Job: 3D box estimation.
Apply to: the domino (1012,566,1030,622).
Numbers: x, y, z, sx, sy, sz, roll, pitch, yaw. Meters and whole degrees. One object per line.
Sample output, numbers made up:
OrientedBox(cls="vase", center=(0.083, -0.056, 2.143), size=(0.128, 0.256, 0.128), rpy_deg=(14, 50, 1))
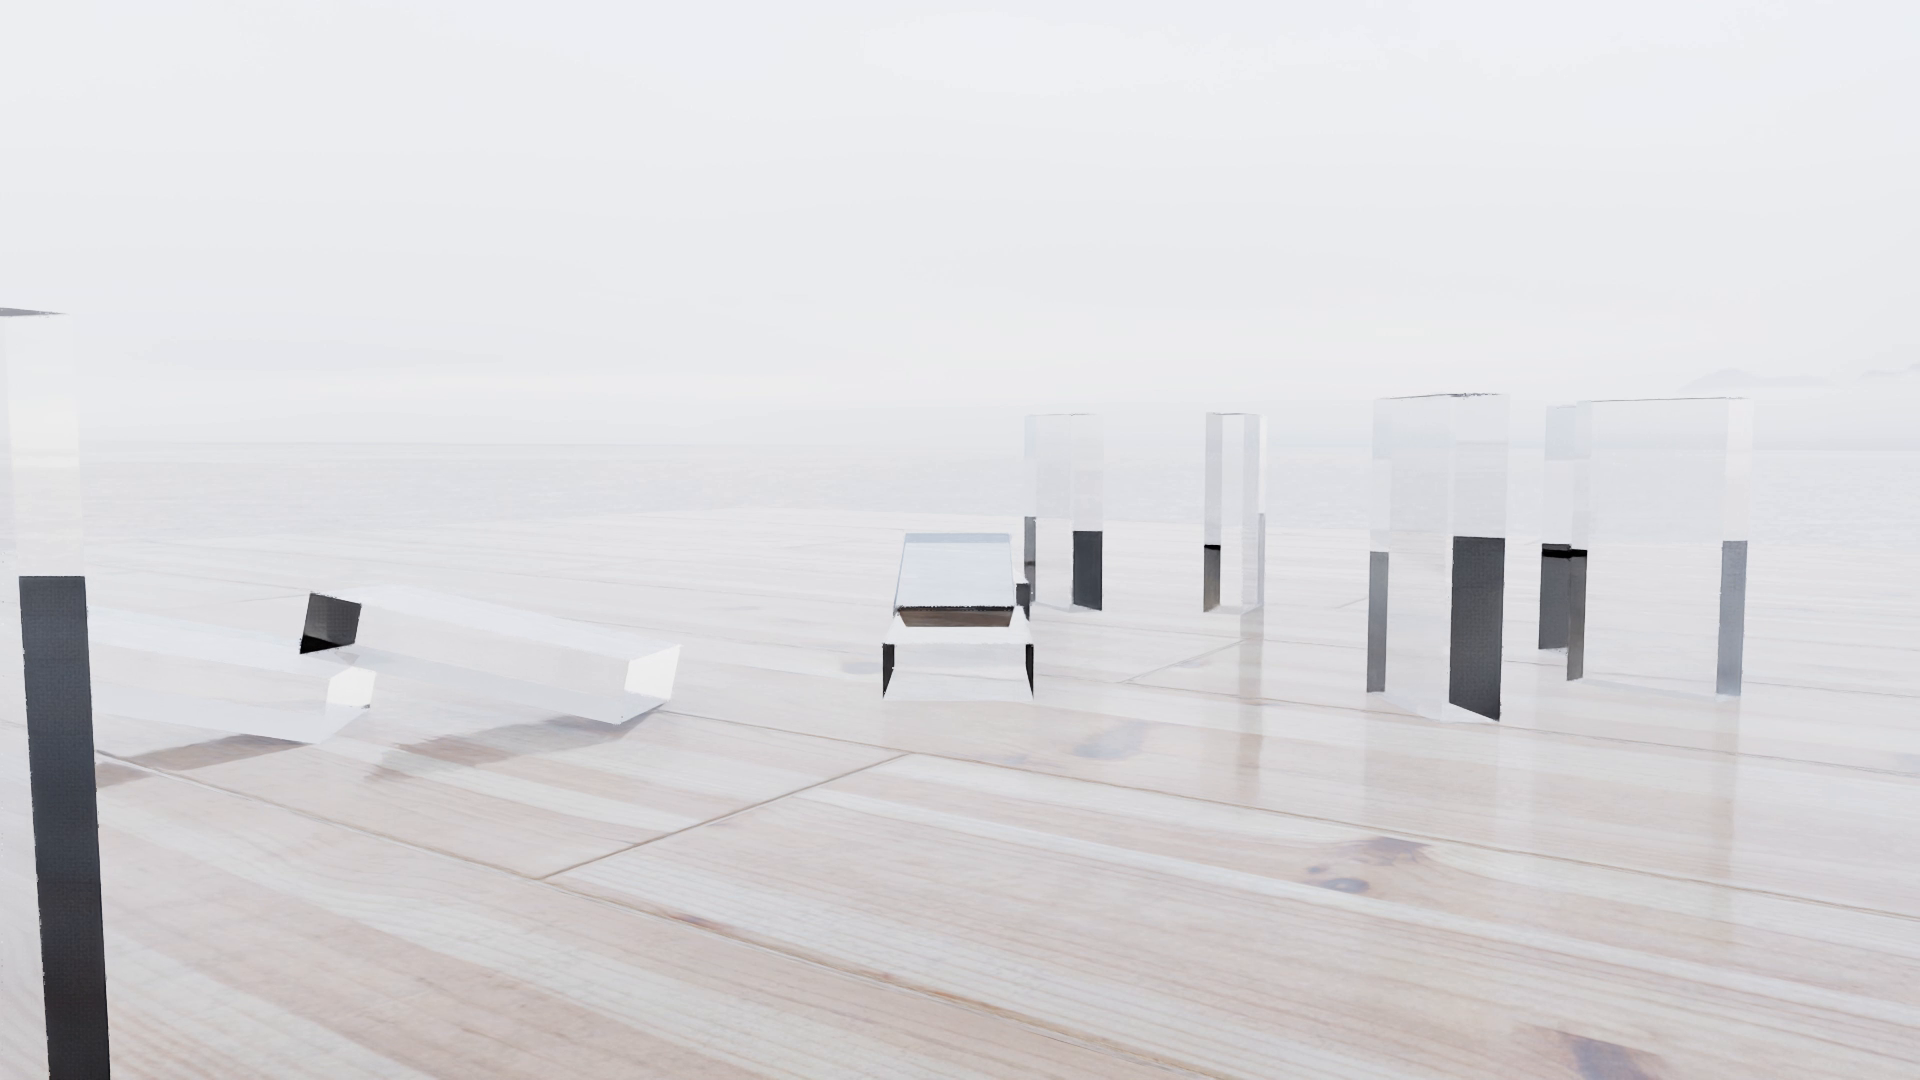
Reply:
OrientedBox(cls="domino", center=(0.003, 0.013, 0.329), size=(0.025, 0.010, 0.050), rpy_deg=(0, 4, -3))

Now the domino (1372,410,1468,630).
OrientedBox(cls="domino", center=(0.109, -0.005, 0.303), size=(0.025, 0.050, 0.010), rpy_deg=(-4, 6, -43))

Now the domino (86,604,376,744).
OrientedBox(cls="domino", center=(-0.116, 0.019, 0.190), size=(0.050, 0.009, 0.025), rpy_deg=(10, 2, -10))

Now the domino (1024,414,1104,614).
OrientedBox(cls="domino", center=(0.027, -0.008, 0.334), size=(0.009, 0.050, 0.025), rpy_deg=(-2, 5, -25))

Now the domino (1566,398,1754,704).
OrientedBox(cls="domino", center=(0.120, 0.001, 0.221), size=(0.010, 0.050, 0.025), rpy_deg=(-3, 5, -37))

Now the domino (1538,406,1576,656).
OrientedBox(cls="domino", center=(0.133, -0.002, 0.263), size=(0.025, 0.050, 0.010), rpy_deg=(-1, 4, -17))

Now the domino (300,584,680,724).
OrientedBox(cls="domino", center=(-0.073, 0.017, 0.203), size=(0.050, 0.009, 0.025), rpy_deg=(12, 2, 5))

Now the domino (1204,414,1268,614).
OrientedBox(cls="domino", center=(0.071, -0.007, 0.331), size=(0.010, 0.050, 0.025), rpy_deg=(2, 5, 26))

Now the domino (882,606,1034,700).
OrientedBox(cls="domino", center=(0.000, 0.020, 0.237), size=(0.025, 0.009, 0.050), rpy_deg=(0, 4, 1))

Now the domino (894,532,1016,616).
OrientedBox(cls="domino", center=(-0.001, 0.011, 0.287), size=(0.025, 0.010, 0.050), rpy_deg=(0, 18, 1))

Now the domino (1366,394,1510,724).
OrientedBox(cls="domino", center=(0.076, 0.002, 0.206), size=(0.010, 0.050, 0.025), rpy_deg=(-1, 4, -8))

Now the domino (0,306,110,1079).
OrientedBox(cls="domino", center=(-0.060, 0.013, 0.066), size=(0.010, 0.050, 0.025), rpy_deg=(1, 5, 18))
